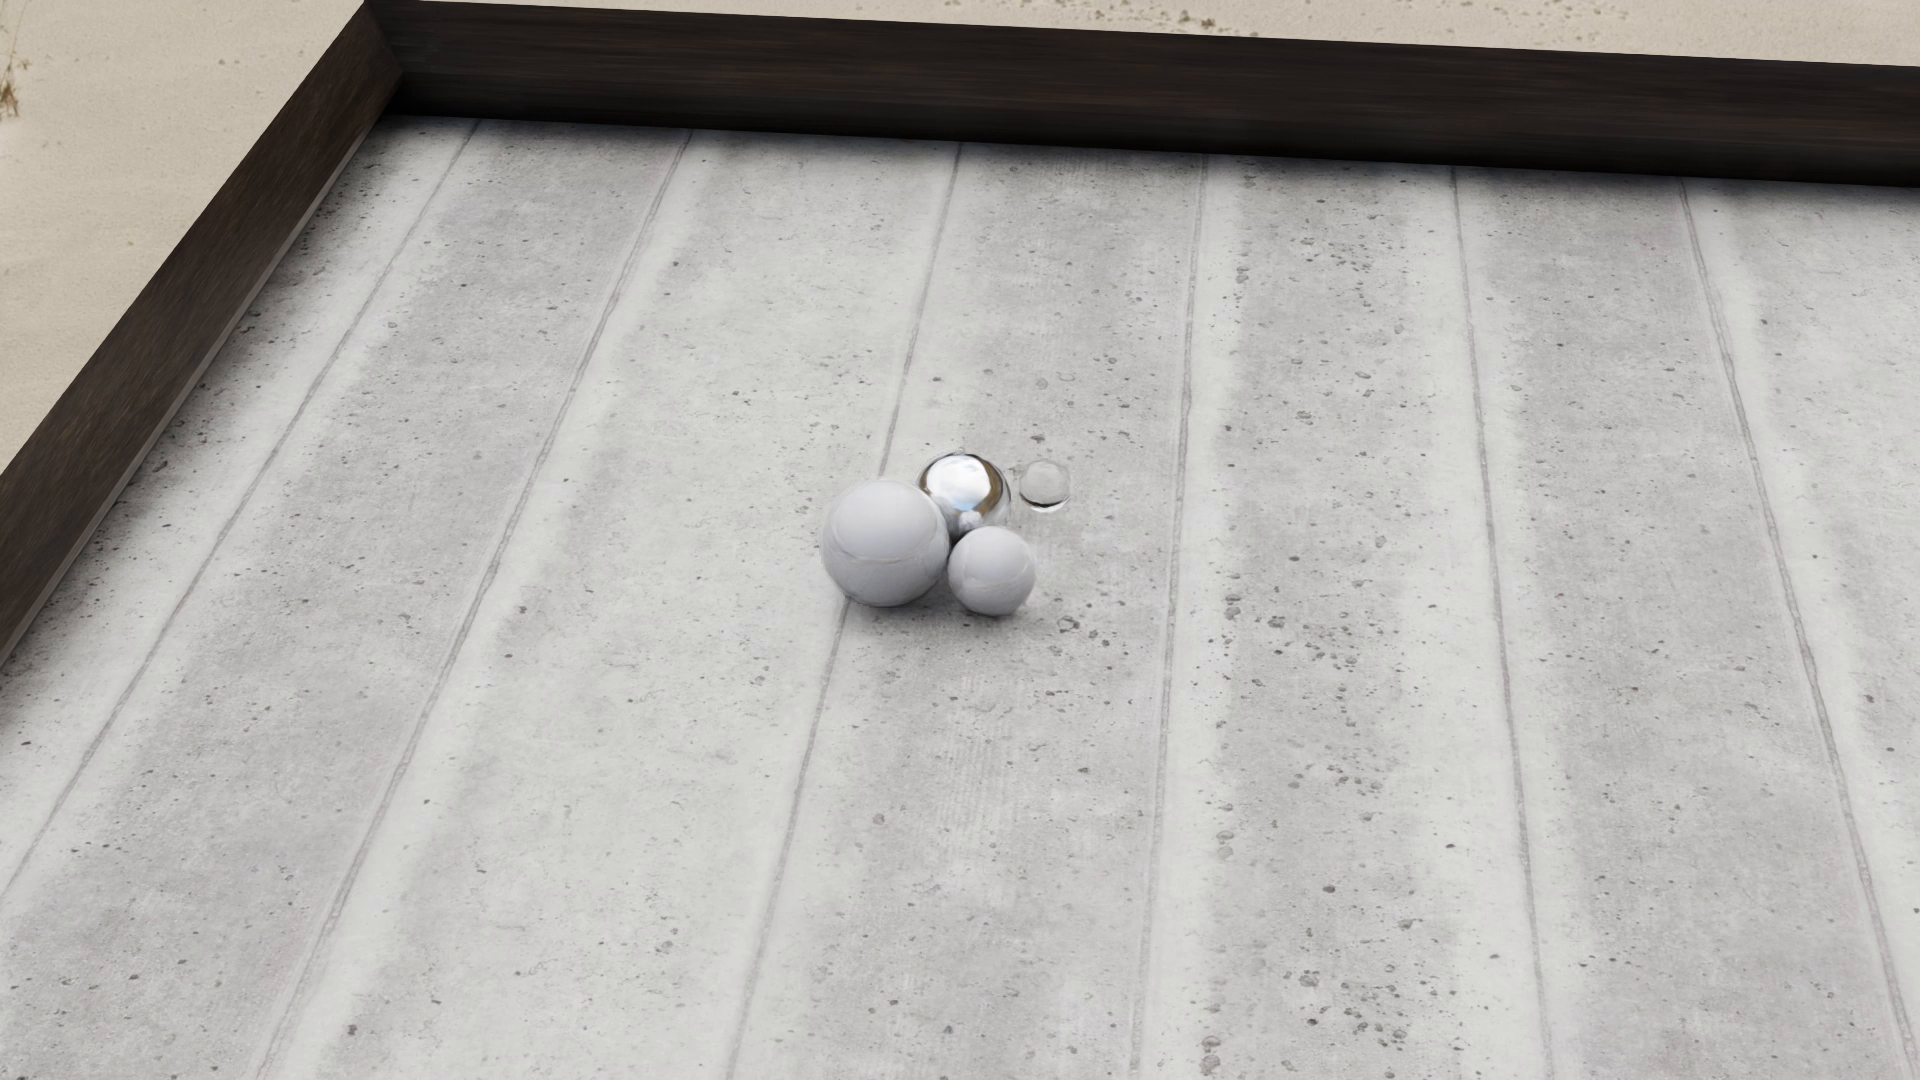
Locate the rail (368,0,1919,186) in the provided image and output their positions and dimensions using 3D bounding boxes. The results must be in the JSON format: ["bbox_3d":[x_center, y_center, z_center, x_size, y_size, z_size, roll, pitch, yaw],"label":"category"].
[{"bbox_3d":[0.771,-0.400,2.501,2.775,0.126,0.045,4,35,5],"label":"rail"}]

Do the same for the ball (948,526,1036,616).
[{"bbox_3d":[0.024,0.023,1.939,0.068,0.068,0.068,0,35,0],"label":"ball"}]

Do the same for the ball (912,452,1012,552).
[{"bbox_3d":[0.001,-0.029,2.003,0.080,0.080,0.080,0,35,0],"label":"ball"}]

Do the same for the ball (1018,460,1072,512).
[{"bbox_3d":[0.068,-0.043,2.057,0.043,0.043,0.043,0,35,0],"label":"ball"}]

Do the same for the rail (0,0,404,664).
[{"bbox_3d":[-0.666,-0.066,2.015,0.045,0.126,1.536,4,35,5],"label":"rail"}]

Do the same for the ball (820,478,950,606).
[{"bbox_3d":[-0.057,0.002,1.943,0.097,0.097,0.097,0,35,0],"label":"ball"}]
